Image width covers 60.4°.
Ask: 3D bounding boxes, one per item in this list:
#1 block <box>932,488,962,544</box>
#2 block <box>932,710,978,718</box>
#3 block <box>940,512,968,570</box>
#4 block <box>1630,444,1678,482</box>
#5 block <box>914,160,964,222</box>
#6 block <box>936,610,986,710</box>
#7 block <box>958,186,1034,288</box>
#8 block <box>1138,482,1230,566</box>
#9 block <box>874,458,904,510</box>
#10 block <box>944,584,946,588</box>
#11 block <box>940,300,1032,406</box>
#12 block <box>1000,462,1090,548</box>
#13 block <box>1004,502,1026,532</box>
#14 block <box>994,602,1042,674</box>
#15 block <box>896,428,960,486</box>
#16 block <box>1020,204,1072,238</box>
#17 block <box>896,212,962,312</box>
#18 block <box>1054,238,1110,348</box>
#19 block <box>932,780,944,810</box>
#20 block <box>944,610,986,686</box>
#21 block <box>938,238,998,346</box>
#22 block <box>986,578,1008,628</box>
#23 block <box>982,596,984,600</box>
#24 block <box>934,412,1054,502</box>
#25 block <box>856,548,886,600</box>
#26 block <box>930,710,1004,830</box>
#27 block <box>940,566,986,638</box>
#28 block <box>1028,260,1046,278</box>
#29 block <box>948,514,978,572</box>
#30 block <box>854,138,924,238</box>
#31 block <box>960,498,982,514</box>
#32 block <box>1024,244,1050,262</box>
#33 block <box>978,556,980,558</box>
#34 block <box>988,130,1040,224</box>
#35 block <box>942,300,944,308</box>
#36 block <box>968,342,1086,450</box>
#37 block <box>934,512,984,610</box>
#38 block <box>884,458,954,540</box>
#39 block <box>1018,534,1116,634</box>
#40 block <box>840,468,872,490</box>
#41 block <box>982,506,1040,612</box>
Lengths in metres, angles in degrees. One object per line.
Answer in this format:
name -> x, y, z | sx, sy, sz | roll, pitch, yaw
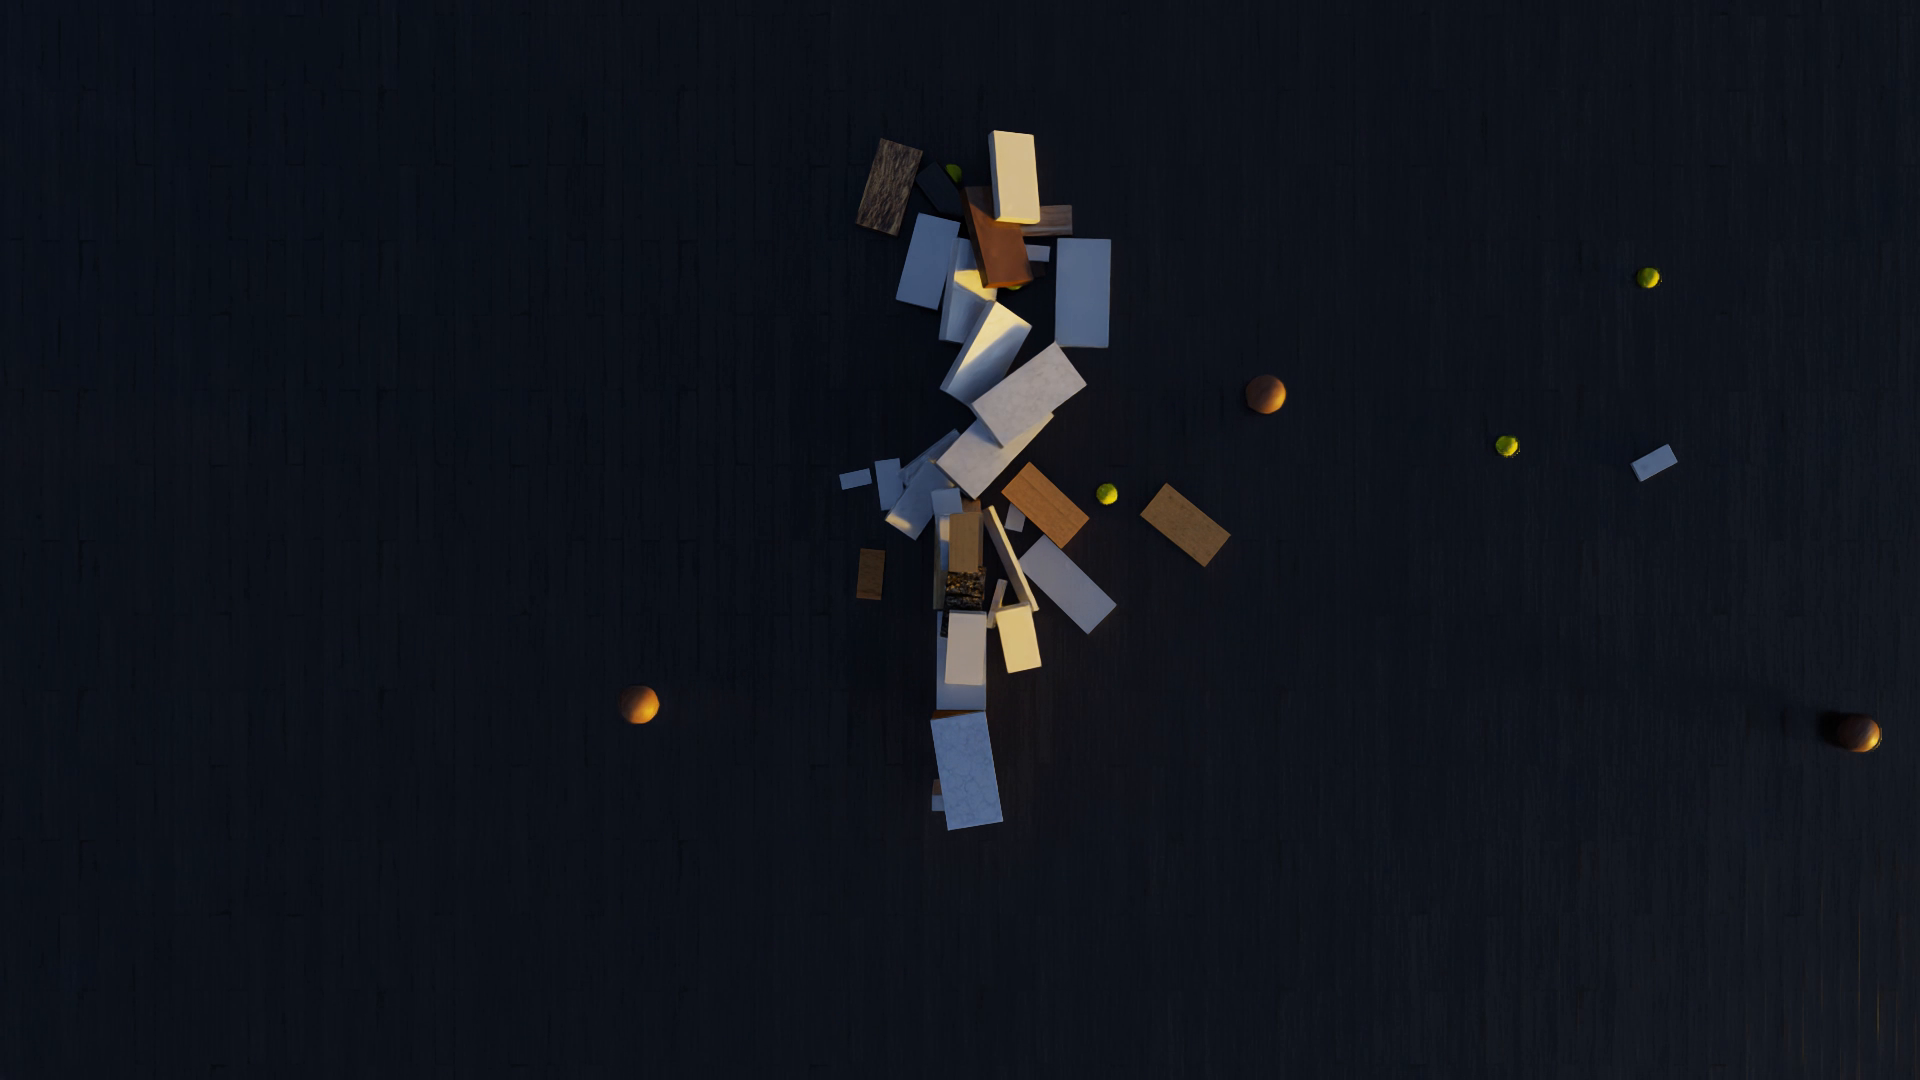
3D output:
block -> -0.033, -0.070, 5.141 | 0.089, 0.025, 0.177 | -9, 90, 0
block -> -0.002, 0.592, 5.328 | 0.172, 0.345, 0.049 | 0, 90, 0
block -> -0.017, 0.006, 5.112 | 0.089, 0.025, 0.177 | -3, 108, -2
block -> 2.309, -0.257, 5.490 | 0.136, 0.019, 0.068 | -28, 90, 0
block -> -0.054, -1.148, 5.449 | 0.098, 0.028, 0.196 | -33, 101, 28
block -> 0.005, 0.377, 5.171 | 0.153, 0.043, 0.307 | 0, 90, 0
block -> 0.119, -0.996, 5.409 | 0.168, 0.048, 0.337 | -9, 80, -28
block -> 0.747, -0.050, 5.480 | 0.275, 0.039, 0.138 | 39, 90, 0
block -> -0.232, -0.185, 5.488 | 0.082, 0.023, 0.165 | -8, 90, 0
block -> -0.011, 0.196, 5.130 | 0.060, 0.017, 0.120 | -6, 101, 0
block -> 0.086, -0.602, 5.433 | 0.168, 0.048, 0.337 | 29, 90, -34
block -> 0.281, -0.115, 5.468 | 0.275, 0.039, 0.138 | 43, 88, -4
block -> 0.190, -0.091, 5.492 | 0.060, 0.017, 0.120 | 14, 90, 0
block -> 0.192, 0.321, 5.438 | 0.115, 0.033, 0.230 | -12, 114, 0
block -> -0.076, -0.245, 5.467 | 0.246, 0.035, 0.123 | -37, 106, 0
block -> 0.274, -1.059, 5.486 | 0.196, 0.028, 0.098 | -2, 90, 0
block -> -0.102, -0.920, 5.460 | 0.147, 0.042, 0.294 | 16, 92, 10
block -> 0.406, -0.818, 5.475 | 0.177, 0.050, 0.355 | 1, 90, 0
block -> -0.002, 0.822, 5.328 | 0.172, 0.345, 0.049 | 0, 90, 0
block -> 0.017, 0.333, 5.100 | 0.115, 0.033, 0.230 | 3, 106, -2
block -> 0.036, -0.811, 5.437 | 0.168, 0.048, 0.337 | 8, 90, -30
block -> 0.121, 0.211, 5.458 | 0.023, 0.082, 0.165 | 16, 90, 8
block -> 0.001, 0.167, 5.348 | 0.152, 0.303, 0.043 | 0, 90, 0
block -> 0.112, -0.329, 5.430 | 0.177, 0.050, 0.393 | 44, 79, -5
block -> -0.296, 0.113, 5.488 | 0.082, 0.023, 0.165 | 5, 90, 0
block -> 0.021, 0.715, 5.131 | 0.172, 0.049, 0.345 | -9, 90, 0
block -> 0.010, 0.192, 5.104 | 0.115, 0.033, 0.230 | 7, 101, -3
block -> 0.252, -0.924, 5.493 | 0.050, 0.014, 0.101 | -10, 90, 0
block -> 0.011, 0.009, 5.057 | 0.089, 0.025, 0.177 | 1, 88, -3
block -> -0.236, -1.169, 5.479 | 0.147, 0.042, 0.294 | 17, 90, 0
block -> 0.006, -0.097, 5.376 | 0.123, 0.246, 0.035 | -1, 102, 0
block -> 0.246, -0.953, 5.479 | 0.101, 0.014, 0.050 | 5, 90, 0
block -> 0.007, 0.092, 5.118 | 0.060, 0.017, 0.124 | 20, 111, -11
block -> 0.178, -1.193, 5.428 | 0.147, 0.042, 0.294 | 0, 81, -26
block -> -0.007, -0.824, 5.486 | 0.098, 0.028, 0.196 | 3, 90, 0
block -> 0.223, -0.475, 5.413 | 0.355, 0.050, 0.177 | -37, 93, -12
block -> -0.005, 0.066, 5.175 | 0.152, 0.043, 0.303 | 1, 90, 0
block -> -0.129, -0.135, 5.446 | 0.123, 0.035, 0.246 | 34, 95, -15
block -> 0.351, 0.146, 5.480 | 0.337, 0.039, 0.138 | 44, 90, 0
block -> -0.347, -0.203, 5.493 | 0.101, 0.014, 0.050 | -12, 90, 0
block -> 0.163, 0.067, 5.465 | 0.019, 0.068, 0.376 | -24, 90, -28
